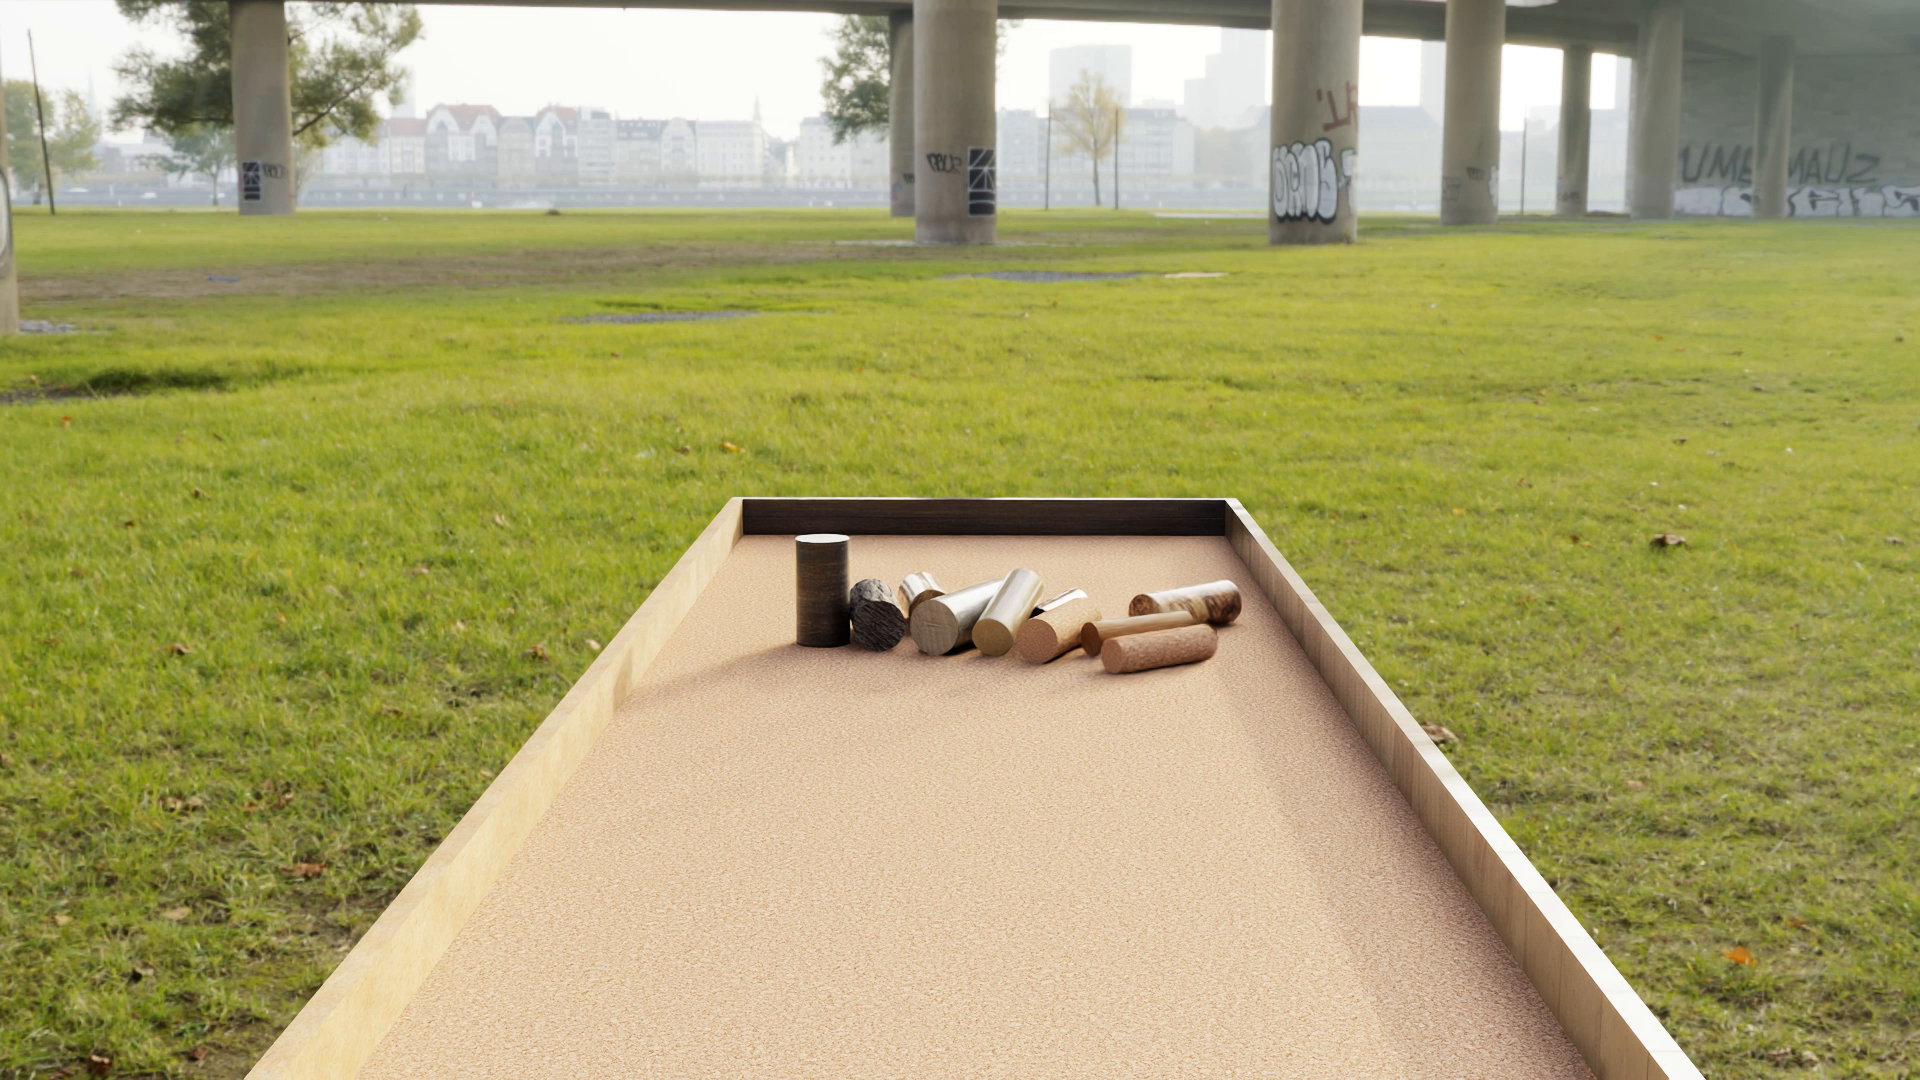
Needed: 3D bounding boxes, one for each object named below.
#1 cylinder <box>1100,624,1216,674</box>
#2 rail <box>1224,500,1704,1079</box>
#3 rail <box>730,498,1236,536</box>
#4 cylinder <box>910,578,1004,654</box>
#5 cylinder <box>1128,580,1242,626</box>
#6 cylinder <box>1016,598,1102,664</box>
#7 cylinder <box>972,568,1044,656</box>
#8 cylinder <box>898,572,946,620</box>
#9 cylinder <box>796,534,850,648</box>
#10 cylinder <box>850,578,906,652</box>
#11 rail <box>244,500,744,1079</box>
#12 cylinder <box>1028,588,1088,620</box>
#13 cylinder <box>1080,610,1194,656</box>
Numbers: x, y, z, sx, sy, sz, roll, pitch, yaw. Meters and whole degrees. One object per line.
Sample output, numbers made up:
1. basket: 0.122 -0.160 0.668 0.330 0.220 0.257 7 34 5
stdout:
1. cylinder: 0.599 0.326 6.611 0.364 0.107 0.107 -6 11 -34
2. rail: 1.046 0.843 3.208 0.050 0.150 12.000 0 9 1
3. rail: 0.099 -0.098 9.147 2.100 0.150 0.050 0 9 1
4. cylinder: 0.028 0.238 6.959 0.171 0.171 0.448 5 10 29
5. cylinder: 0.734 0.223 7.152 0.387 0.141 0.141 -8 12 -40
6. cylinder: 0.310 0.277 6.824 0.137 0.137 0.394 4 10 23
7. cylinder: 0.151 0.223 6.862 0.132 0.132 0.328 3 29 20
8. cylinder: -0.112 0.208 7.210 0.152 0.152 0.332 -1 9 -8
9. cylinder: -0.433 0.159 6.939 0.171 0.334 0.171 0 9 0
10. cylinder: -0.270 0.236 7.005 0.162 0.162 0.396 -1 9 -6
11. rail: -1.004 0.839 3.234 0.050 0.150 12.000 0 9 1
12. cylinder: 0.312 0.240 7.155 0.106 0.106 0.371 4 10 21
13. cylinder: 0.555 0.289 6.850 0.363 0.104 0.104 -5 10 -31
